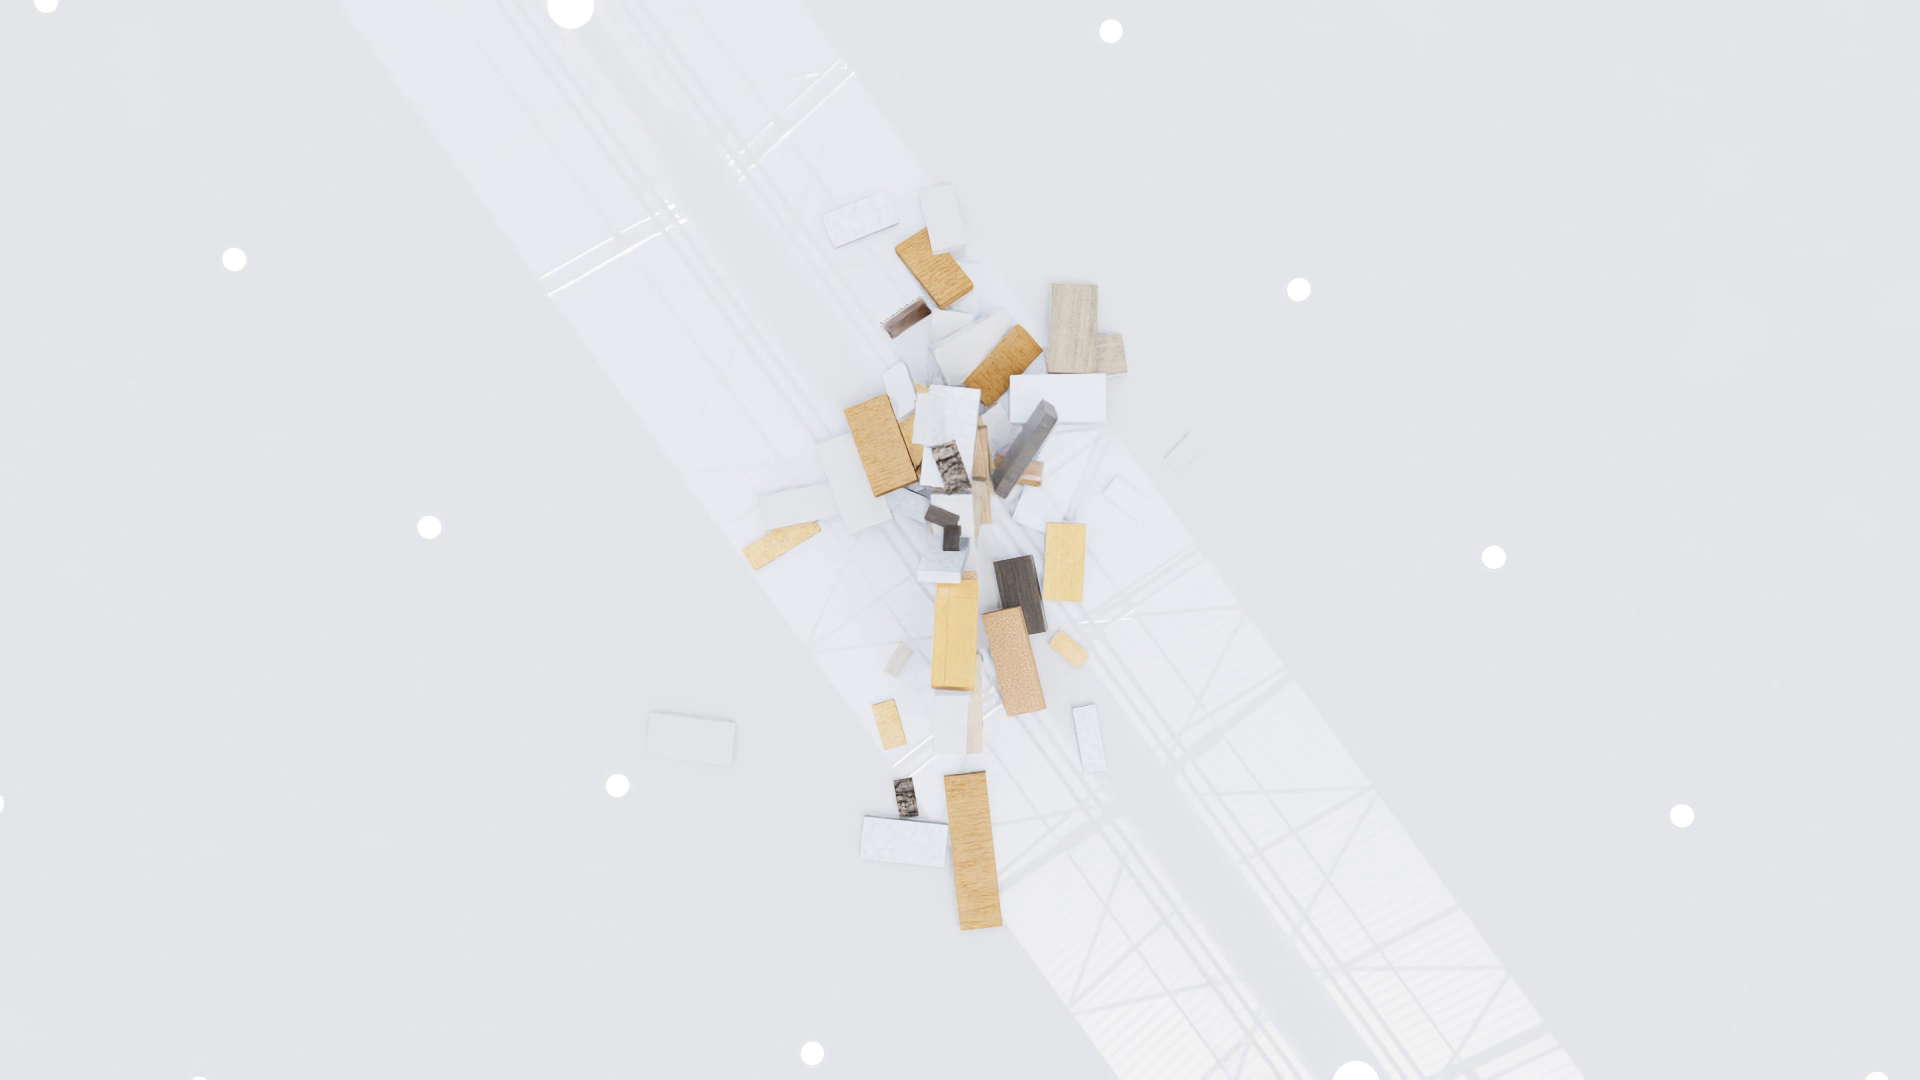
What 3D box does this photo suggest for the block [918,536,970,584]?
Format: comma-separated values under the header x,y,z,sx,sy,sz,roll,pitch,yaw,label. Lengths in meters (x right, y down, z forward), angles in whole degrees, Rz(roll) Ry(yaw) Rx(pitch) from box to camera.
x,y,z,sx,sy,sz,roll,pitch,yaw,label
-0.049,0.061,5.253,0.134,0.267,0.038,3,114,7,block

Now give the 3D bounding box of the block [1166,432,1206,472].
x,y,z,sx,sy,sz,roll,pitch,yaw,label
0.750,-0.293,5.491,0.064,0.018,0.128,44,90,0,block

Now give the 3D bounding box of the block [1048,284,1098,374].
x,y,z,sx,sy,sz,roll,pitch,yaw,label
0.374,-0.693,5.447,0.153,0.043,0.305,2,79,2,block

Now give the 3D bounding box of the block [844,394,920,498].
x,y,z,sx,sy,sz,roll,pitch,yaw,label
-0.258,-0.310,5.404,0.153,0.043,0.305,-21,82,5,block

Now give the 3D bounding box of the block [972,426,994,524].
x,y,z,sx,sy,sz,roll,pitch,yaw,label
0.018,-0.212,5.402,0.162,0.046,0.323,-1,110,8,block

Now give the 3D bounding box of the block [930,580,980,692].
x,y,z,sx,sy,sz,roll,pitch,yaw,label
-0.015,0.294,5.126,0.134,0.038,0.351,2,67,1,block

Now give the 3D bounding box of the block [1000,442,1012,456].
x,y,z,sx,sy,sz,roll,pitch,yaw,label
0.150,-0.278,5.494,0.045,0.013,0.091,35,90,0,block

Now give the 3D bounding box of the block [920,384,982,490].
x,y,z,sx,sy,sz,roll,pitch,yaw,label
-0.030,-0.330,5.308,0.162,0.046,0.323,6,93,8,block

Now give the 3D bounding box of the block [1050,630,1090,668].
x,y,z,sx,sy,sz,roll,pitch,yaw,label
0.364,0.365,5.491,0.128,0.018,0.064,41,90,0,block

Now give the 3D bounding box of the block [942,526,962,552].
x,y,z,sx,sy,sz,roll,pitch,yaw,label
-0.026,-0.006,5.297,0.054,0.107,0.015,1,132,4,block

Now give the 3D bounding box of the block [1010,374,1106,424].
x,y,z,sx,sy,sz,roll,pitch,yaw,label
0.322,-0.462,5.408,0.312,0.044,0.156,0,86,8,block

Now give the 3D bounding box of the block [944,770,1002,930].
x,y,z,sx,sy,sz,roll,pitch,yaw,label
0.043,1.032,5.480,0.140,0.040,0.512,-6,90,0,block

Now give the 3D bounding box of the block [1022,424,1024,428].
x,y,z,sx,sy,sz,roll,pitch,yaw,label
0.295,-0.427,5.446,0.187,0.027,0.094,-8,86,8,block

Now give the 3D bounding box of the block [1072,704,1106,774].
x,y,z,sx,sy,sz,roll,pitch,yaw,label
0.431,0.662,5.489,0.077,0.022,0.222,-10,90,0,block

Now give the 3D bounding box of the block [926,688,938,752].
x,y,z,sx,sy,sz,roll,pitch,yaw,label
-0.044,0.556,5.135,0.102,0.029,0.203,-6,90,0,block

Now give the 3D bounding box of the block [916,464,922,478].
x,y,z,sx,sy,sz,roll,pitch,yaw,label
-0.142,-0.232,5.472,0.091,0.013,0.045,1,89,0,block

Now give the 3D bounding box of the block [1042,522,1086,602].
x,y,z,sx,sy,sz,roll,pitch,yaw,label
0.346,0.072,5.454,0.130,0.037,0.259,2,102,0,block

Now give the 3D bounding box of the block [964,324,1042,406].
x,y,z,sx,sy,sz,roll,pitch,yaw,label
0.143,-0.573,5.440,0.264,0.132,0.037,-47,46,0,block

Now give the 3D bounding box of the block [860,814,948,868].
x,y,z,sx,sy,sz,roll,pitch,yaw,label
-0.185,1.000,5.480,0.280,0.040,0.140,6,90,0,block

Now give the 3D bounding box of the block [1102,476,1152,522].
x,y,z,sx,sy,sz,roll,pitch,yaw,label
0.559,-0.136,5.489,0.154,0.022,0.077,37,90,0,block

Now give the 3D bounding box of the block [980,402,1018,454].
x,y,z,sx,sy,sz,roll,pitch,yaw,label
0.053,-0.325,5.453,0.264,0.037,0.132,-37,109,-4,block

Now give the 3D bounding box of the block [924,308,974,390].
x,y,z,sx,sy,sz,roll,pitch,yaw,label
-0.039,-0.624,5.451,0.133,0.038,0.266,8,103,0,block

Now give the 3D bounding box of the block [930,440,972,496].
x,y,z,sx,sy,sz,roll,pitch,yaw,label
-0.027,-0.230,5.276,0.081,0.023,0.161,-20,89,8,block

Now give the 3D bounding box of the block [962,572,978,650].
x,y,z,sx,sy,sz,roll,pitch,yaw,label
-0.006,0.224,5.232,0.125,0.035,0.250,0,90,0,block

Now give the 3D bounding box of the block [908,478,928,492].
x,y,z,sx,sy,sz,roll,pitch,yaw,label
-0.110,-0.218,5.489,0.152,0.022,0.076,-25,90,0,block

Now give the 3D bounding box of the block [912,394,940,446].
x,y,z,sx,sy,sz,roll,pitch,yaw,label
-0.108,-0.387,5.279,0.081,0.023,0.161,9,94,41,block

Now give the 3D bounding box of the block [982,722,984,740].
x,y,z,sx,sy,sz,roll,pitch,yaw,label
-0.002,0.609,5.347,0.153,0.307,0.043,0,90,0,block

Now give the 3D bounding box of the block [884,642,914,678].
x,y,z,sx,sy,sz,roll,pitch,yaw,label
-0.204,0.401,5.492,0.054,0.015,0.107,31,90,0,block

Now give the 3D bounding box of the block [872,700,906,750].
x,y,z,sx,sy,sz,roll,pitch,yaw,label
-0.236,0.615,5.489,0.077,0.022,0.154,-16,90,0,block

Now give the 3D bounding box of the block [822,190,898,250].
x,y,z,sx,sy,sz,roll,pitch,yaw,label
-0.332,-1.064,5.484,0.229,0.032,0.114,-22,90,0,block

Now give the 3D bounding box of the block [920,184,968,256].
x,y,z,sx,sy,sz,roll,pitch,yaw,label
-0.056,-1.059,5.448,0.114,0.032,0.229,-12,71,0,block

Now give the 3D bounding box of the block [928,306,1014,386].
x,y,z,sx,sy,sz,roll,pitch,yaw,label
0.050,-0.631,5.414,0.290,0.041,0.145,-33,117,-14,block

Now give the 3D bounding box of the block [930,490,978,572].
x,y,z,sx,sy,sz,roll,pitch,yaw,label
-0.019,-0.029,5.381,0.134,0.038,0.267,0,110,8,block

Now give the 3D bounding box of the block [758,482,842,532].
x,y,z,sx,sy,sz,roll,pitch,yaw,label
-0.478,-0.121,5.464,0.359,0.032,0.114,-12,81,-4,block

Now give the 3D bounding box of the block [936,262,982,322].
x,y,z,sx,sy,sz,roll,pitch,yaw,label
-0.008,-0.788,5.481,0.133,0.038,0.266,6,90,0,block

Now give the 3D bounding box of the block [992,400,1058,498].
x,y,z,sx,sy,sz,roll,pitch,yaw,label
0.206,-0.296,5.337,0.044,0.156,0.312,29,108,-13,block

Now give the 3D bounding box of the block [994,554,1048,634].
x,y,z,sx,sy,sz,roll,pitch,yaw,label
0.202,0.186,5.464,0.130,0.037,0.259,-12,90,16,block

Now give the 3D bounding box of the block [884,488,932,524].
x,y,z,sx,sy,sz,roll,pitch,yaw,label
-0.175,-0.126,5.473,0.165,0.023,0.082,23,102,-5,block

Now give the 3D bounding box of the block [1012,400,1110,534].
x,y,z,sx,sy,sz,roll,pitch,yaw,label
0.335,-0.264,5.478,0.156,0.044,0.486,22,90,0,block

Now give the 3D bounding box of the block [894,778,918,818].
x,y,z,sx,sy,sz,roll,pitch,yaw,label
-0.180,0.860,5.491,0.064,0.018,0.128,-10,90,0,block

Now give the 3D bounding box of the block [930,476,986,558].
x,y,z,sx,sy,sz,roll,pitch,yaw,label
-0.013,-0.057,5.414,0.162,0.046,0.323,9,111,5,block

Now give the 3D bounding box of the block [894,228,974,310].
x,y,z,sx,sy,sz,roll,pitch,yaw,label
-0.085,-0.896,5.432,0.133,0.038,0.266,-34,72,-9,block

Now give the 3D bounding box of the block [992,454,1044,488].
x,y,z,sx,sy,sz,roll,pitch,yaw,label
0.192,-0.229,5.448,0.165,0.023,0.082,10,100,20,block

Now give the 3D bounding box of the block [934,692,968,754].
x,y,z,sx,sy,sz,roll,pitch,yaw,label
-0.029,0.563,5.067,0.102,0.029,0.203,1,112,-3,block

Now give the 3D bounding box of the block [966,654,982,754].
x,y,z,sx,sy,sz,roll,pitch,yaw,label
-0.008,0.514,5.171,0.153,0.043,0.307,-1,90,0,block

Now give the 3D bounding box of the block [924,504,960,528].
x,y,z,sx,sy,sz,roll,pitch,yaw,label
-0.058,-0.072,5.341,0.107,0.015,0.054,23,112,-1,block

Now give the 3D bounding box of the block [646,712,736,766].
x,y,z,sx,sy,sz,roll,pitch,yaw,label
-0.894,0.661,5.480,0.280,0.040,0.140,7,90,0,block

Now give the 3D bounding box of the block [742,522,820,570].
x,y,z,sx,sy,sz,roll,pitch,yaw,label
-0.594,0.001,5.488,0.257,0.023,0.082,-32,90,0,block

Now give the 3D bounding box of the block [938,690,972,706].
x,y,z,sx,sy,sz,roll,pitch,yaw,label
-0.022,0.385,5.124,0.102,0.029,0.268,-3,67,-1,block

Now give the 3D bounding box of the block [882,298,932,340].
x,y,z,sx,sy,sz,roll,pitch,yaw,label
-0.175,-0.733,5.458,0.161,0.081,0.023,-35,68,0,block

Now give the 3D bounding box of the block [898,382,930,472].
x,y,z,sx,sy,sz,roll,pitch,yaw,label
-0.152,-0.357,5.442,0.145,0.041,0.290,31,93,7,block

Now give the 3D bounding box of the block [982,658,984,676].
x,y,z,sx,sy,sz,roll,pitch,yaw,label
-0.002,0.404,5.347,0.153,0.307,0.043,0,90,0,block

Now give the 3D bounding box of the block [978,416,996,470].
x,y,z,sx,sy,sz,roll,pitch,yaw,label
0.047,-0.309,5.419,0.094,0.027,0.187,-18,108,-10,block

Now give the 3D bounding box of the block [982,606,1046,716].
x,y,z,sx,sy,sz,roll,pitch,yaw,label
0.179,0.401,5.452,0.130,0.037,0.351,-13,94,16,block

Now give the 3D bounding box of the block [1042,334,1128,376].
x,y,z,sx,sy,sz,roll,pitch,yaw,label
0.416,-0.599,5.481,0.264,0.037,0.132,-9,90,0,block

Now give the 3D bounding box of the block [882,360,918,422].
x,y,z,sx,sy,sz,roll,pitch,yaw,label
-0.190,-0.490,5.427,0.094,0.027,0.187,-32,59,22,block

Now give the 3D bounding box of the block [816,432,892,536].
x,y,z,sx,sy,sz,roll,pitch,yaw,label
-0.349,-0.189,5.439,0.153,0.043,0.318,-21,82,-4,block
